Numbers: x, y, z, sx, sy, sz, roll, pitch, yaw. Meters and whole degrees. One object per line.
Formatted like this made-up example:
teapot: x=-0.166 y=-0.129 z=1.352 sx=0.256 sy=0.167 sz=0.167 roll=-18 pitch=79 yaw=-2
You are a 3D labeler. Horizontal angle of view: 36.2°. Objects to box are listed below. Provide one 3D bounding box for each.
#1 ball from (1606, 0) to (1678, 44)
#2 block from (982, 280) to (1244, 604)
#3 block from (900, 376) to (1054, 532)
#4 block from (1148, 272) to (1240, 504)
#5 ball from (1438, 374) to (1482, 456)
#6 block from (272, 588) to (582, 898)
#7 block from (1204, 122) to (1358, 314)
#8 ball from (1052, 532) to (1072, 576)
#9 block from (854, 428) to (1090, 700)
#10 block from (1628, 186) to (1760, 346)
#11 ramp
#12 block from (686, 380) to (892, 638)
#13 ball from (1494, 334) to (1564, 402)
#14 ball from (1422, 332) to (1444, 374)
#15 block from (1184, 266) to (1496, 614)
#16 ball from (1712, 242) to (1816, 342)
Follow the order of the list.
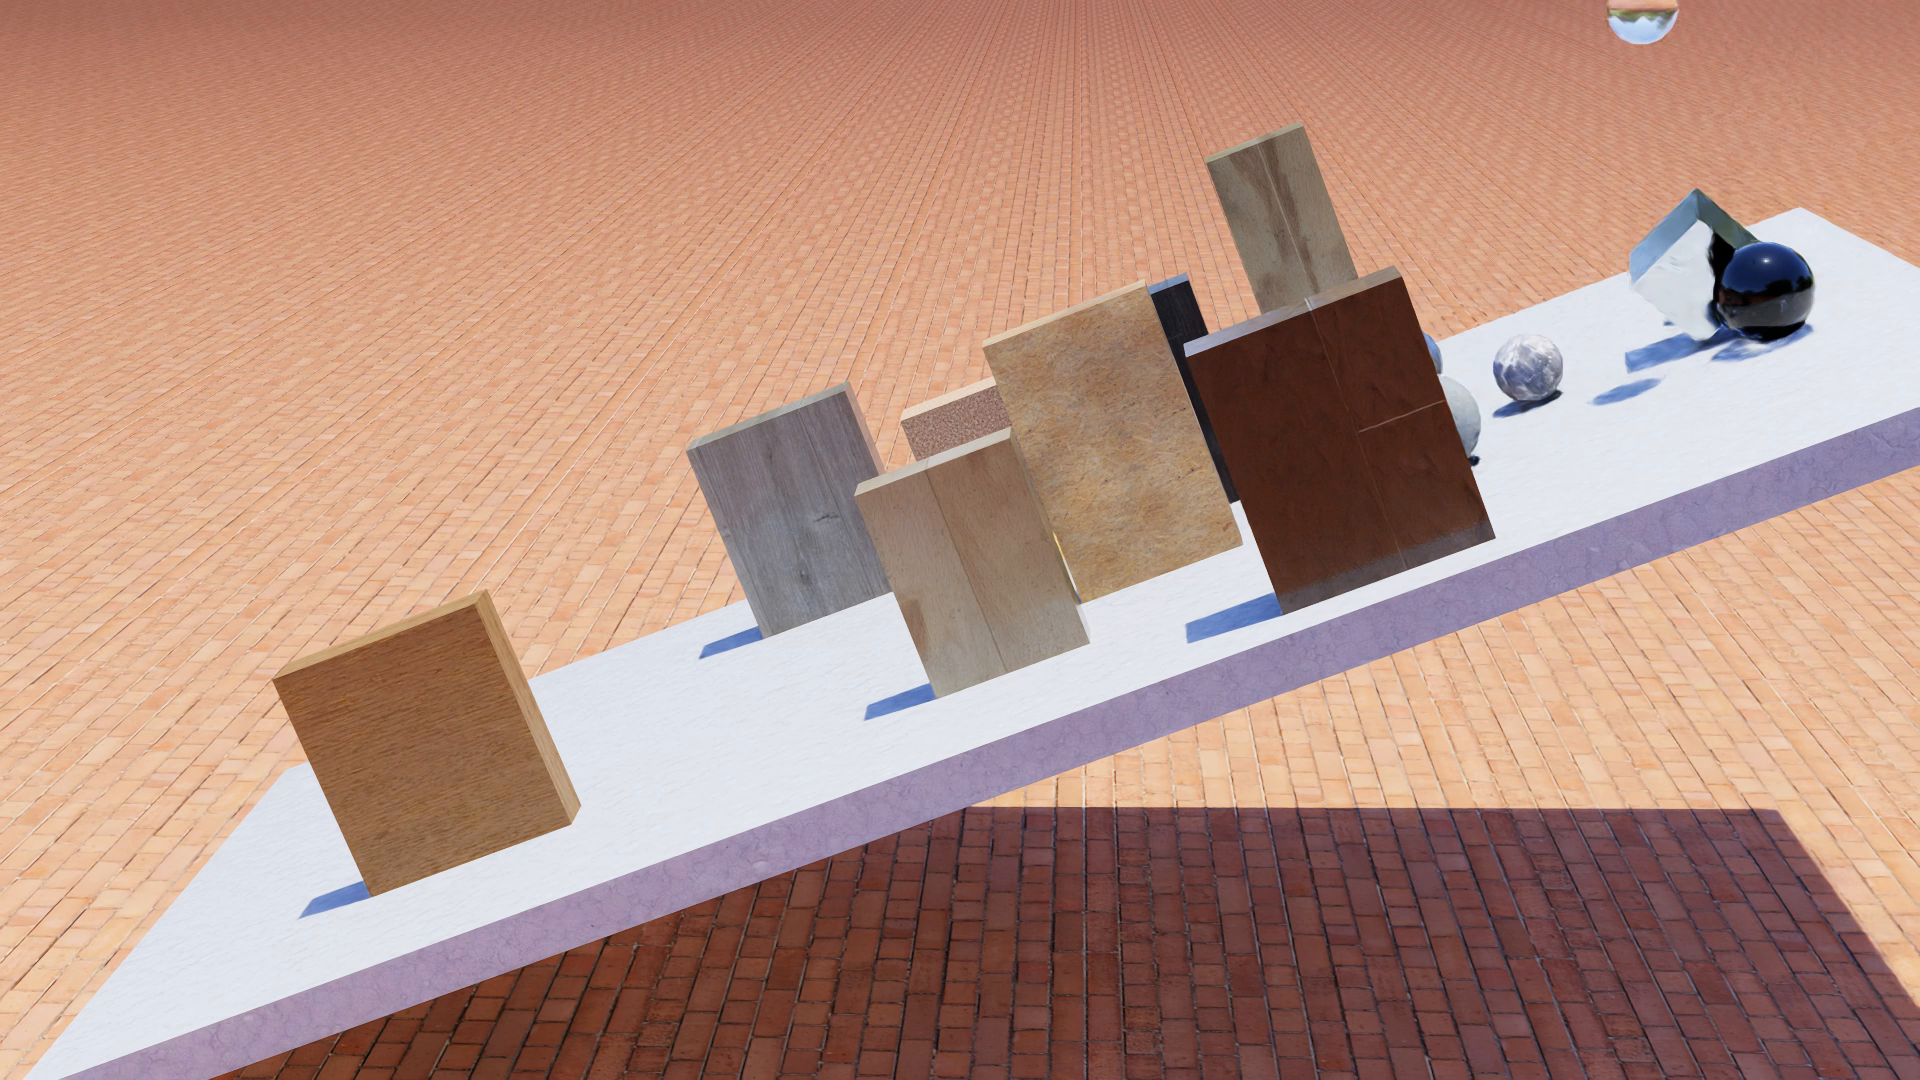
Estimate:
ball: x=1.330 y=-1.035 z=5.733 sx=0.137 sy=0.137 sz=0.137 roll=0 pitch=13 yaw=0
block: x=0.312 y=-0.198 z=5.977 sx=0.349 sy=0.568 sz=0.093 roll=-20 pitch=12 yaw=7
block: x=0.082 y=-0.139 z=6.514 sx=0.293 sy=0.409 sz=0.129 roll=-20 pitch=12 yaw=7
block: x=0.449 y=-0.296 z=6.362 sx=0.272 sy=0.489 sz=0.118 roll=-20 pitch=12 yaw=7
ball: x=0.943 y=-0.232 z=5.897 sx=0.202 sy=0.202 sz=0.202 roll=0 pitch=13 yaw=0
block: x=-1.069 y=0.410 z=5.922 sx=0.442 sy=0.489 sz=0.122 roll=-20 pitch=12 yaw=7
block: x=0.802 y=-0.648 z=6.959 sx=0.241 sy=0.628 sz=0.122 roll=-20 pitch=12 yaw=7
ball: x=0.175 y=0.046 z=6.200 sx=0.131 sy=0.131 sz=0.131 roll=0 pitch=13 yaw=0
block: x=0.027 y=0.045 z=5.725 sx=0.320 sy=0.434 sz=0.112 roll=-20 pitch=12 yaw=7
block: x=1.532 y=-0.568 z=6.102 sx=0.197 sy=0.197 sz=0.197 roll=38 pitch=27 yaw=-8
ramp: x=0.121 y=0.175 z=6.293 sx=4.000 sy=0.100 sz=2.000 roll=-20 pitch=12 yaw=7
block: x=-0.356 y=-0.069 z=6.817 sx=0.395 sy=0.477 sz=0.130 roll=-20 pitch=12 yaw=7
ball: x=1.192 y=-0.360 z=6.165 sx=0.146 sy=0.146 sz=0.146 roll=0 pitch=13 yaw=0
ball: x=0.907 y=-0.356 z=6.027 sx=0.164 sy=0.164 sz=0.164 roll=0 pitch=13 yaw=0
block: x=0.690 y=-0.182 z=5.362 sx=0.408 sy=0.512 sz=0.142 roll=-20 pitch=12 yaw=7
ball: x=1.611 y=-0.497 z=5.892 sx=0.200 sy=0.200 sz=0.200 roll=0 pitch=13 yaw=0
